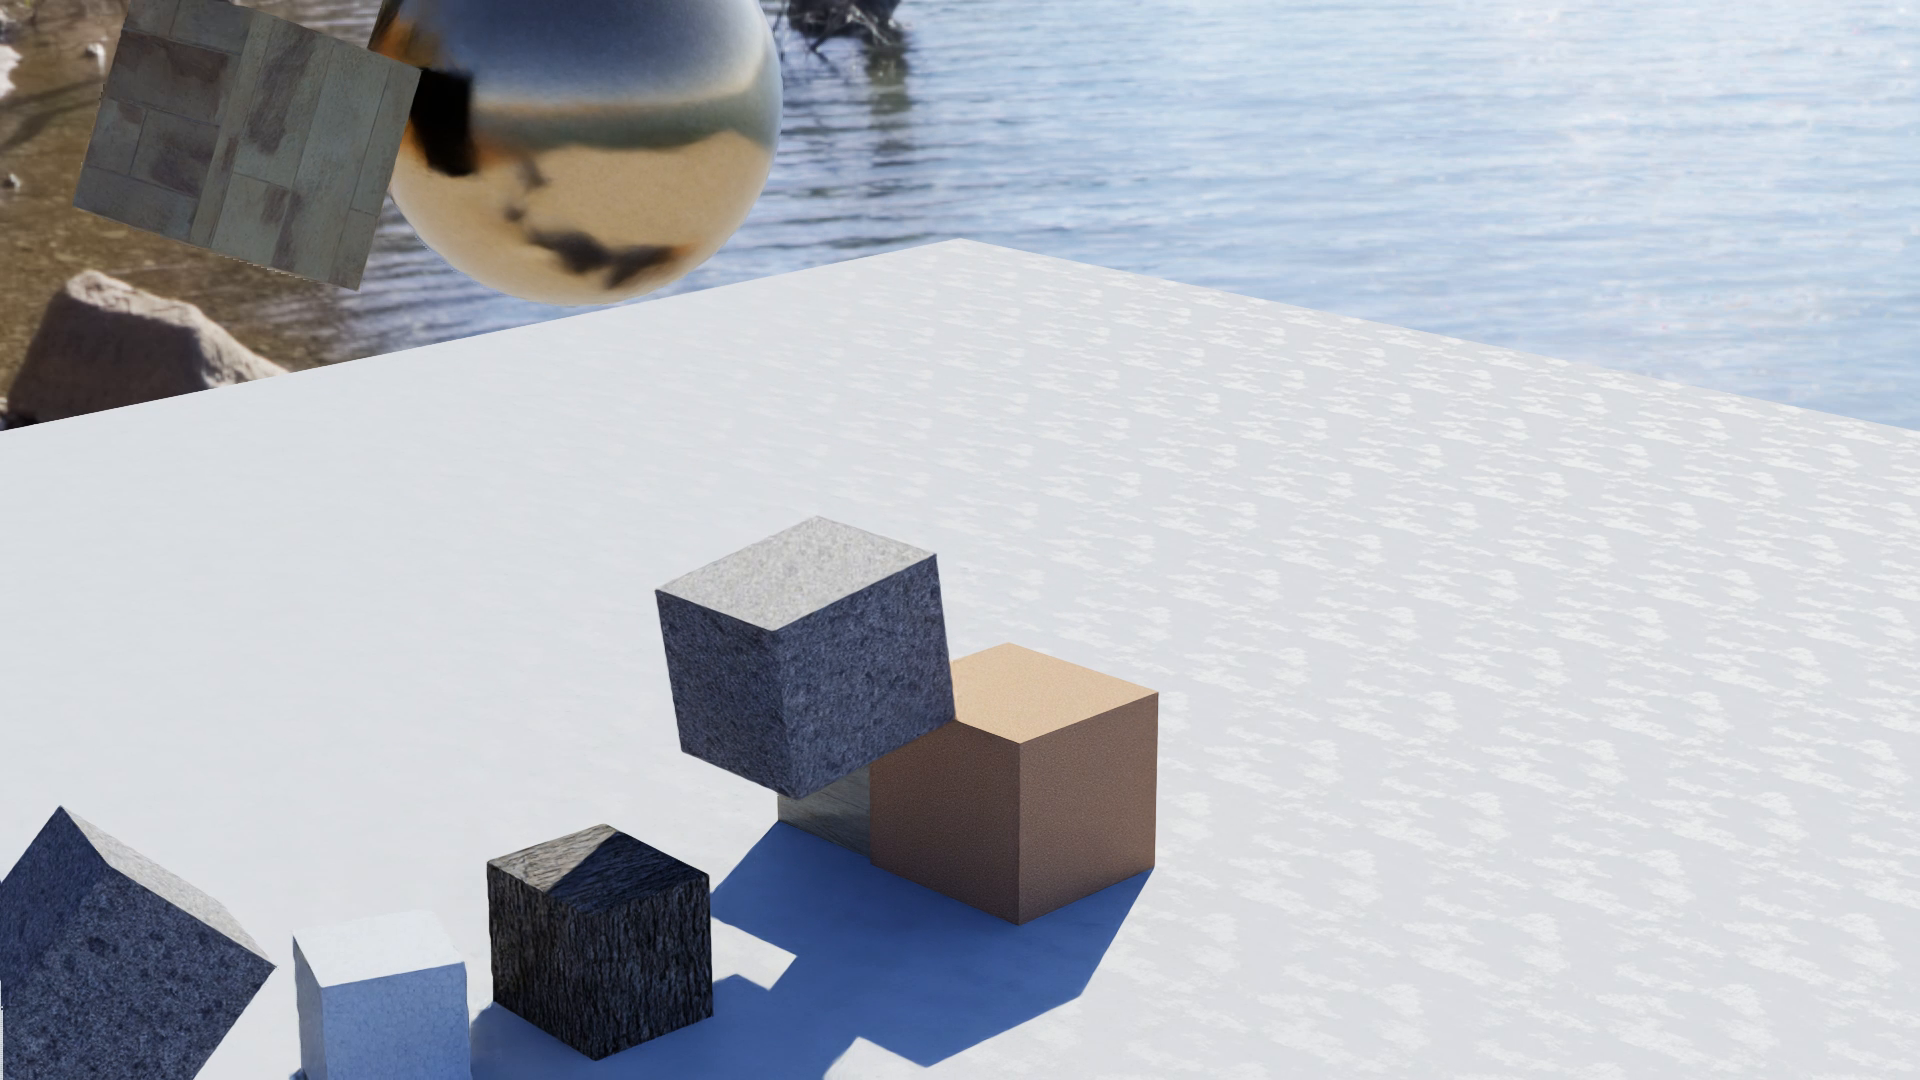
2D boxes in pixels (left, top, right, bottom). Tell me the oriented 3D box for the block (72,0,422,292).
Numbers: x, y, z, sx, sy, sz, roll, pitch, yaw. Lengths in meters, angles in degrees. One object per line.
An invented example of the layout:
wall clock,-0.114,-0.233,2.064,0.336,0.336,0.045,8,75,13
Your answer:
block,-2.517,-1.420,10.350,0.757,0.816,0.720,19,3,41

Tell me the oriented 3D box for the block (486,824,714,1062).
block,-1.482,1.641,12.069,0.595,0.632,0.727,-15,23,-40

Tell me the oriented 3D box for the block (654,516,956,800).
block,-0.665,0.495,12.786,0.933,0.793,0.790,-25,29,-37

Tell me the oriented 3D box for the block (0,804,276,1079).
block,-3.176,1.614,10.807,0.767,0.836,0.710,40,-8,-32

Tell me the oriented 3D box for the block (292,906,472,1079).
block,-2.259,1.855,11.463,0.555,0.586,0.542,-8,19,-22

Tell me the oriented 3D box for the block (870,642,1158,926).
block,0.244,1.093,13.426,0.907,0.863,0.953,-17,24,-42

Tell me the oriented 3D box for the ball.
ball,-1.478,-1.696,11.259,1.600,1.600,1.600,0,17,0

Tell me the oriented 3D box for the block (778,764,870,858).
block,-0.346,1.014,14.012,0.812,0.663,0.684,-17,24,-42
